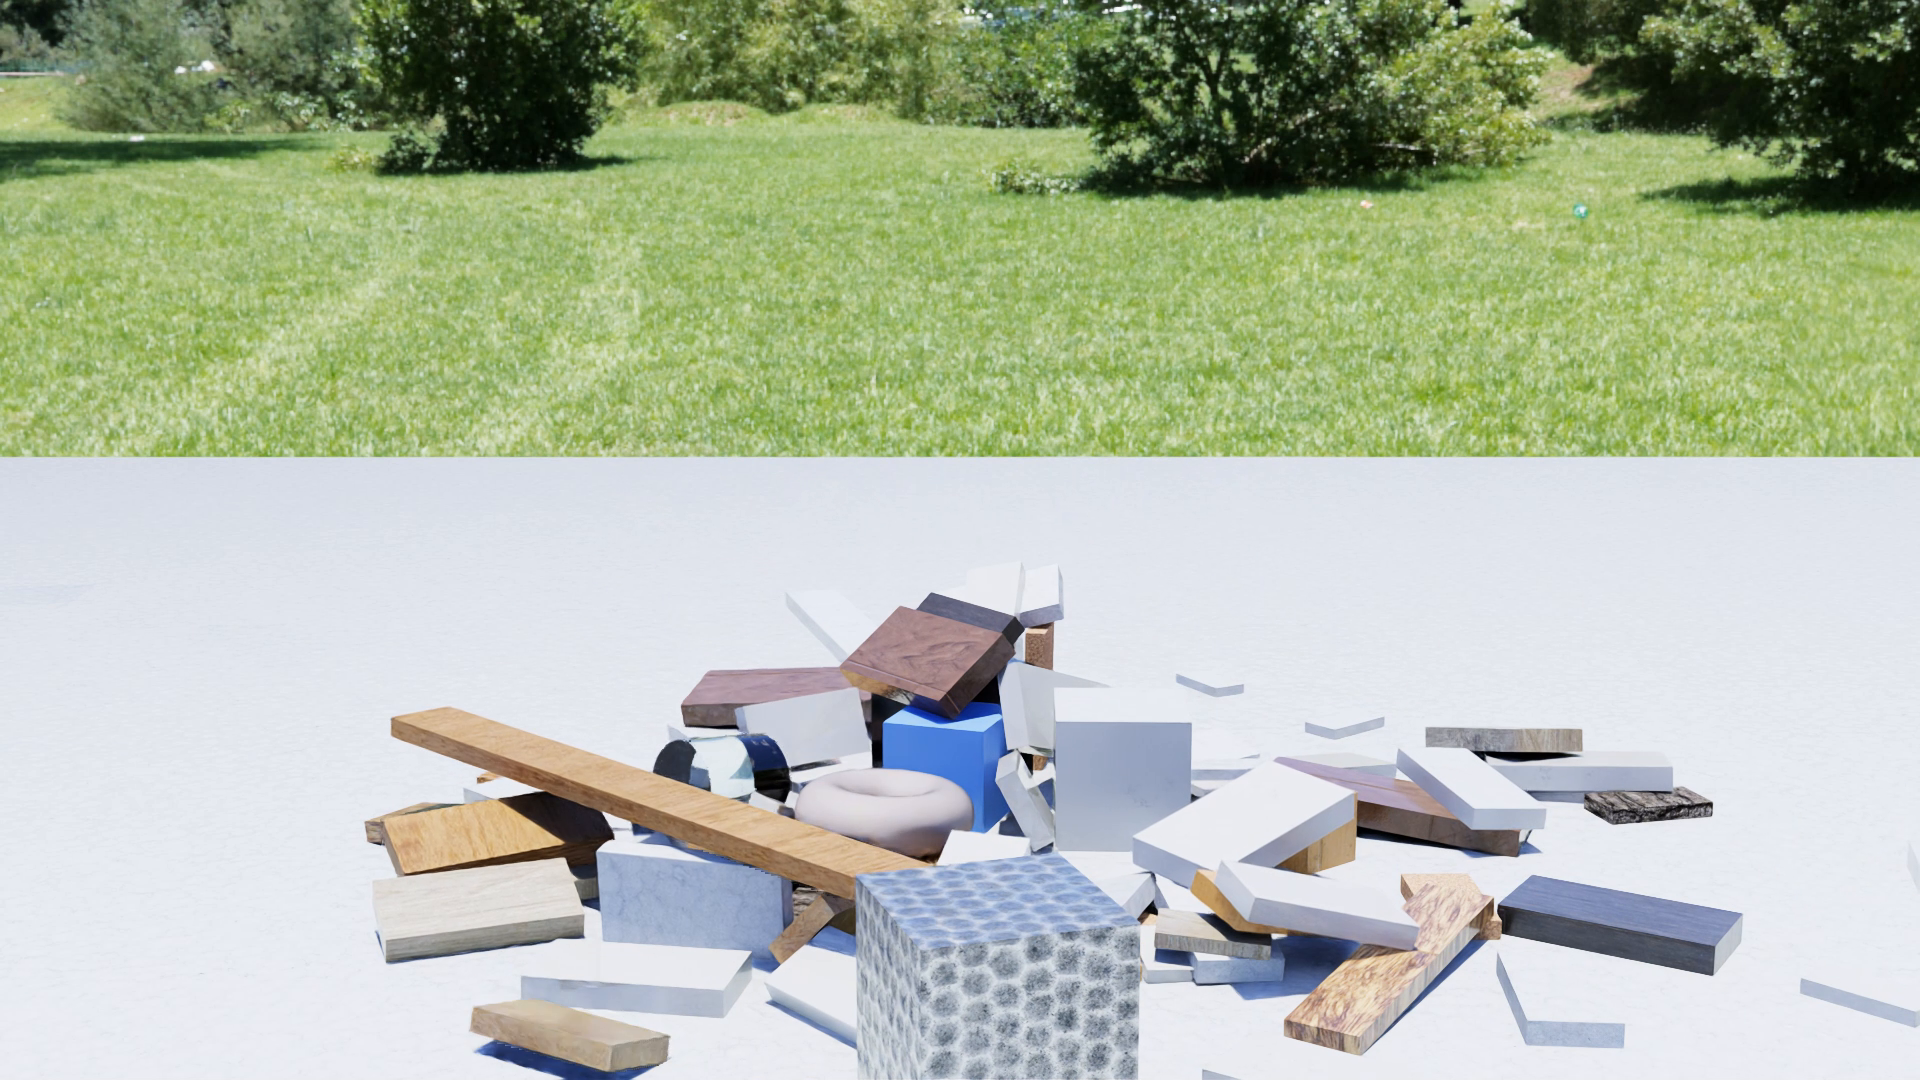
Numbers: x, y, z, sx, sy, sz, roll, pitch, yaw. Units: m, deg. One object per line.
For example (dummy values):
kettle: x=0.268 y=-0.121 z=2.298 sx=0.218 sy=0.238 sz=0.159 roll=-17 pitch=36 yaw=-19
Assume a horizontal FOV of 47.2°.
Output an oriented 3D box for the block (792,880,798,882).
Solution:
block: x=-0.301 y=0.564 z=3.769 sx=0.050 sy=0.014 sz=0.099 roll=-3 pitch=11 yaw=-15

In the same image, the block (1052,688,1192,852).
block: x=0.289 y=0.412 z=3.977 sx=0.237 sy=0.237 sz=0.237 roll=0 pitch=11 yaw=1

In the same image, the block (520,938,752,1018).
block: x=-0.476 y=0.646 z=3.248 sx=0.306 sy=0.043 sz=0.153 roll=2 pitch=11 yaw=10

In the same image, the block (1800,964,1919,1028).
block: x=1.328 y=0.663 z=3.208 sx=0.086 sy=0.024 sz=0.172 roll=-9 pitch=14 yaw=-41

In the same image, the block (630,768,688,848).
block: x=-0.485 y=0.508 z=3.630 sx=0.049 sy=0.172 sz=0.345 roll=-28 pitch=15 yaw=-6

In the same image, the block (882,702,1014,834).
block: x=-0.017 y=0.416 z=4.075 sx=0.194 sy=0.194 sz=0.194 roll=4 pitch=11 yaw=19

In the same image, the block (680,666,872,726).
block: x=-0.348 y=0.332 z=4.710 sx=0.466 sy=0.050 sz=0.178 roll=-3 pitch=21 yaw=16

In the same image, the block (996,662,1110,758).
block: x=0.194 y=0.338 z=4.225 sx=0.044 sy=0.156 sz=0.441 roll=-14 pitch=-15 yaw=24

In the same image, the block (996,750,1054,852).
block: x=0.116 y=0.458 z=3.891 sx=0.039 sy=0.138 sz=0.276 roll=-28 pitch=1 yaw=3

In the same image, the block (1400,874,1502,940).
block: x=0.793 y=0.593 z=3.565 sx=0.112 sy=0.032 sz=0.225 roll=0 pitch=11 yaw=0

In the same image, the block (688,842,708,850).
block: x=-0.289 y=0.522 z=3.730 sx=0.311 sy=0.044 sz=0.155 roll=12 pitch=7 yaw=7

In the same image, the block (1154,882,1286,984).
block: x=0.398 y=0.603 z=3.402 sx=0.133 sy=0.038 sz=0.269 roll=0 pitch=16 yaw=-9

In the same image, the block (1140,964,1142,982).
block: x=0.170 y=0.647 z=3.288 sx=0.184 sy=0.026 sz=0.092 roll=-5 pitch=12 yaw=-25

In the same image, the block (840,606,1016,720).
block: x=-0.066 y=0.228 z=4.160 sx=0.178 sy=0.050 sz=0.356 roll=-45 pitch=29 yaw=-20

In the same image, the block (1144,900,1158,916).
block: x=0.359 y=0.604 z=3.537 sx=0.071 sy=0.020 sz=0.212 roll=-5 pitch=12 yaw=-27

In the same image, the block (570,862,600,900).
block: x=-0.718 y=0.554 z=3.640 sx=0.300 sy=0.039 sz=0.137 roll=-6 pitch=26 yaw=-20

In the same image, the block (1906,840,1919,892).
block: x=1.771 y=0.563 z=3.694 sx=0.312 sy=0.044 sz=0.156 roll=3 pitch=11 yaw=15

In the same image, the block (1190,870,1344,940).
block: x=0.500 y=0.561 z=3.371 sx=0.266 sy=0.038 sz=0.133 roll=10 pitch=12 yaw=-29

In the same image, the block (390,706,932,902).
block: x=-0.488 y=0.419 z=3.525 sx=1.294 sy=0.035 sz=0.125 roll=11 pitch=13 yaw=41

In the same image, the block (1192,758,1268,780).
block: x=0.464 y=0.442 z=4.231 sx=0.323 sy=0.023 sz=0.081 roll=2 pitch=8 yaw=-23

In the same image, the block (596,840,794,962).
block: x=-0.410 y=0.559 z=3.409 sx=0.306 sy=0.153 sz=0.043 roll=3 pitch=16 yaw=16

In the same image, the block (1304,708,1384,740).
block: x=0.818 y=0.392 z=4.674 sx=0.163 sy=0.023 sz=0.081 roll=-9 pitch=14 yaw=-40

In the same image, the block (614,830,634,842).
block: x=-0.661 y=0.547 z=3.797 sx=0.274 sy=0.039 sz=0.137 roll=-2 pitch=11 yaw=-10

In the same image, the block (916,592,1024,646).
block: x=-0.009 y=0.187 z=4.274 sx=0.138 sy=0.039 sz=0.276 roll=-49 pitch=33 yaw=-19

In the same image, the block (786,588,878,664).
block: x=-0.218 y=0.272 z=5.276 sx=0.138 sy=0.039 sz=1.338 roll=-3 pitch=11 yaw=-16

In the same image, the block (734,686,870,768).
block: x=-0.293 y=0.357 z=4.116 sx=0.249 sy=0.125 sz=0.035 roll=-7 pitch=-9 yaw=-35

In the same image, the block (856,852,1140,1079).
block: x=0.043 y=0.599 z=2.838 sx=0.286 sy=0.286 sz=0.286 roll=-3 pitch=11 yaw=-18

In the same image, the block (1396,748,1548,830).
block: x=0.926 y=0.450 z=4.004 sx=0.138 sy=0.039 sz=0.337 roll=2 pitch=13 yaw=-13

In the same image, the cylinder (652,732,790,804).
cylinder: x=-0.428 y=0.440 z=3.939 sx=0.177 sy=0.177 sz=0.177 roll=-1 pitch=8 yaw=-44

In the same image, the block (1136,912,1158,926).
block: x=0.264 y=0.618 z=3.462 sx=0.071 sy=0.020 sz=0.141 roll=10 pitch=14 yaw=42

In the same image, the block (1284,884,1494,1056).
block: x=0.646 y=0.630 z=3.267 sx=0.113 sy=0.032 sz=0.548 roll=7 pitch=16 yaw=32

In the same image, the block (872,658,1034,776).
block: x=-0.015 y=0.351 z=4.334 sx=0.226 sy=0.226 sz=0.226 roll=-9 pitch=14 yaw=-40

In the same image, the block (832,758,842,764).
block: x=-0.319 y=0.446 z=4.324 sx=0.155 sy=0.044 sz=0.504 roll=-2 pitch=11 yaw=-12

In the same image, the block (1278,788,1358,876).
block: x=0.602 y=0.496 z=3.833 sx=0.125 sy=0.125 sz=0.125 roll=-9 pitch=14 yaw=-39

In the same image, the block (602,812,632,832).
block: x=-0.585 y=0.520 z=3.979 sx=0.173 sy=0.024 sz=0.086 roll=2 pitch=11 yaw=12

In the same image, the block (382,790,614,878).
block: x=-0.765 y=0.497 z=3.651 sx=0.345 sy=0.049 sz=0.172 roll=-8 pitch=27 yaw=-24

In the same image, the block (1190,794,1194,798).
block: x=0.382 y=0.479 z=4.218 sx=0.129 sy=0.018 sz=0.064 roll=4 pitch=11 yaw=19

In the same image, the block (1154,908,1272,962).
block: x=0.383 y=0.595 z=3.318 sx=0.173 sy=0.024 sz=0.086 roll=5 pitch=16 yaw=8
